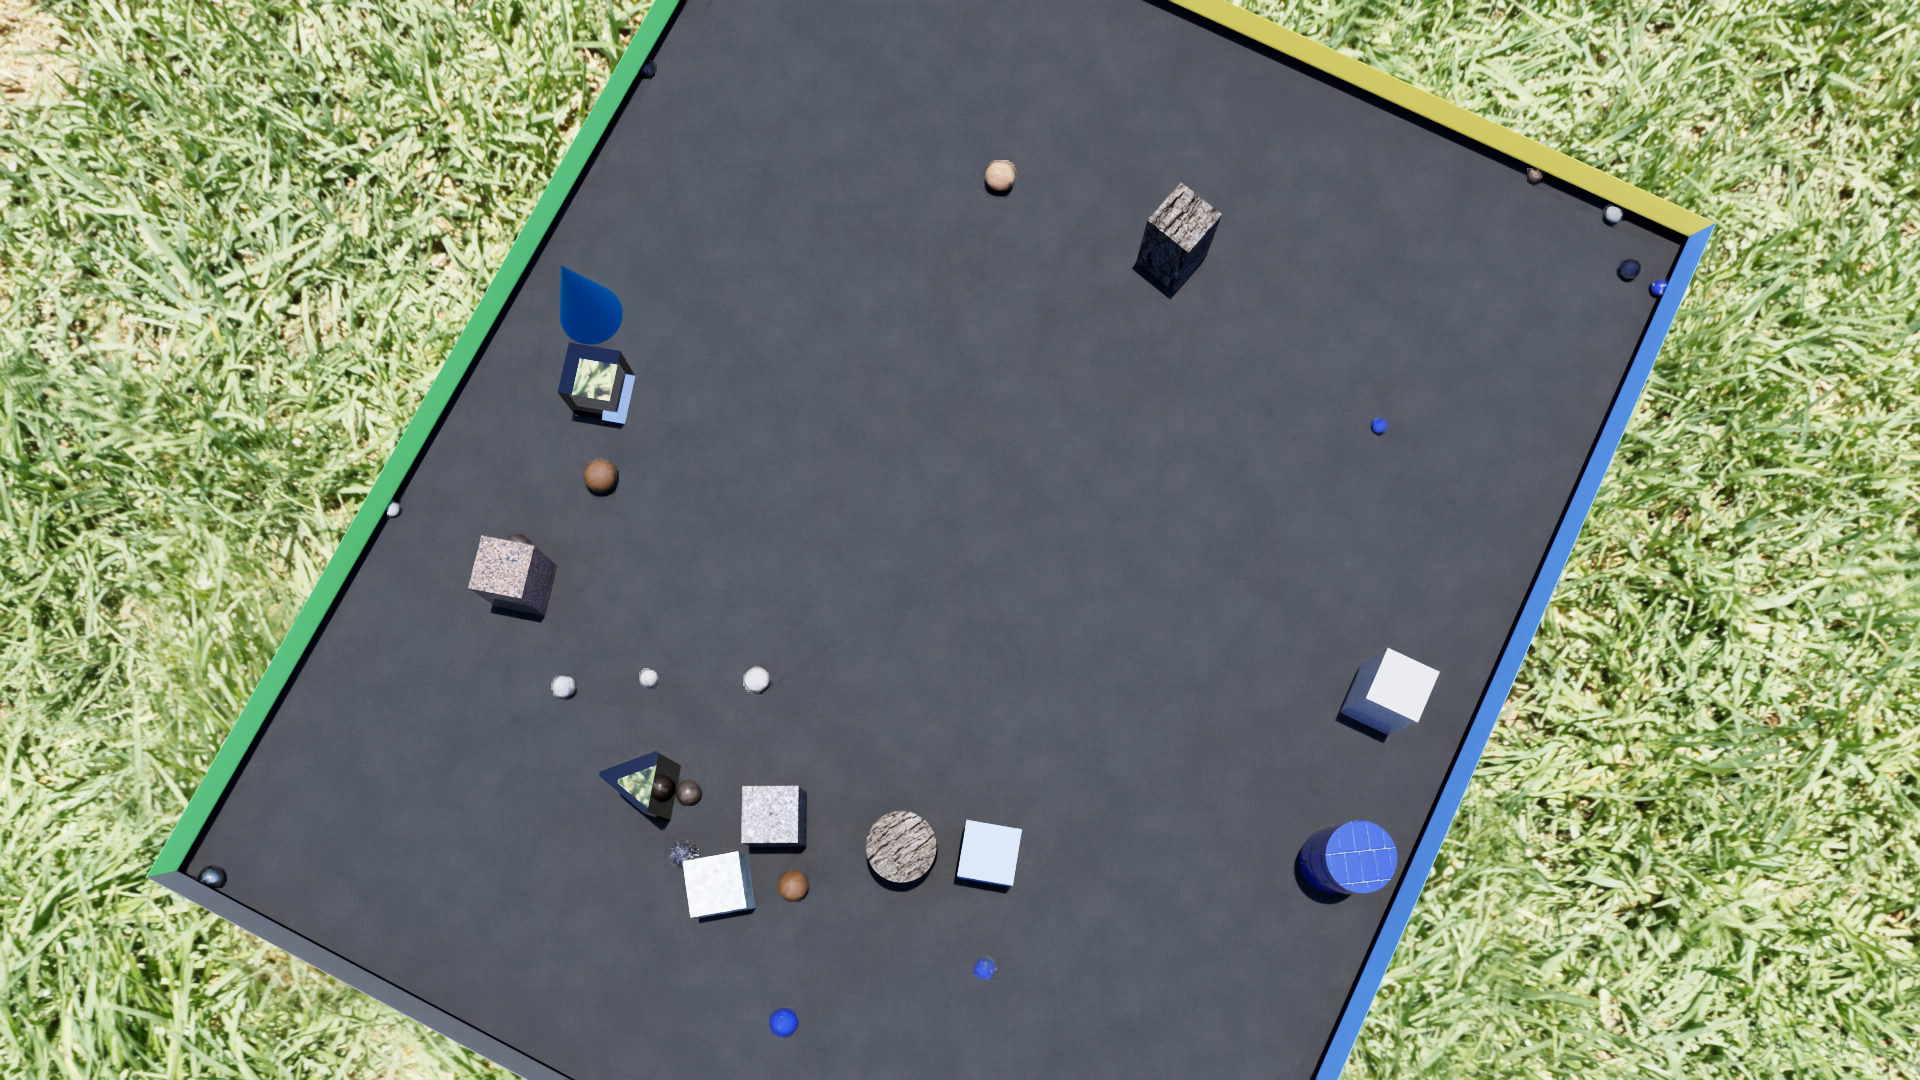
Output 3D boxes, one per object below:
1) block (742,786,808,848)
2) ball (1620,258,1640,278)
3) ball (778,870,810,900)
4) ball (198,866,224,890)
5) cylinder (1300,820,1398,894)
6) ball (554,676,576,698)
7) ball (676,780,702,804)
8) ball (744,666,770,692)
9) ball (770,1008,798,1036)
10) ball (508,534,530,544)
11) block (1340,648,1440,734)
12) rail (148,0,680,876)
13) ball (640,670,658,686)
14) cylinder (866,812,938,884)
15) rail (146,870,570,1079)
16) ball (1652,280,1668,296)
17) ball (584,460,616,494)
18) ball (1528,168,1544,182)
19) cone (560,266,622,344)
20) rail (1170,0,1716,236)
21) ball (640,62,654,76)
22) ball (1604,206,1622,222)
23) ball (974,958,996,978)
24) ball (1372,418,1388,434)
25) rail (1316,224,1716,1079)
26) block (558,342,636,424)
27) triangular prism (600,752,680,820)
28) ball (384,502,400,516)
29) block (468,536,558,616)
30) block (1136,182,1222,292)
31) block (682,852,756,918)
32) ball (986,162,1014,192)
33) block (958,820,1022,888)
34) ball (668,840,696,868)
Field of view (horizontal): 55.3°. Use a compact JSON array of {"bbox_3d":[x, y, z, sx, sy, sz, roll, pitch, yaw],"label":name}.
[{"bbox_3d":[-0.534,0.801,5.296,0.157,0.303,0.157,0,78,0],"label":"block"},{"bbox_3d":[2.107,-0.853,5.761,0.063,0.063,0.063,0,78,0],"label":"ball"},{"bbox_3d":[-0.487,1.009,5.362,0.090,0.090,0.090,0,78,0],"label":"ball"},{"bbox_3d":[-2.196,0.990,5.376,0.069,0.069,0.069,0,78,0],"label":"ball"},{"bbox_3d":[1.102,0.910,5.225,0.197,0.398,0.197,0,78,0],"label":"cylinder"},{"bbox_3d":[-1.185,0.440,5.492,0.066,0.066,0.066,0,78,0],"label":"ball"},{"bbox_3d":[-0.804,0.746,5.424,0.075,0.075,0.075,0,78,0],"label":"ball"},{"bbox_3d":[-0.608,0.418,5.492,0.075,0.075,0.075,0,78,0],"label":"ball"},{"bbox_3d":[-0.507,1.391,5.288,0.080,0.080,0.080,0,78,0],"label":"ball"},{"bbox_3d":[-1.344,0.016,5.578,0.069,0.069,0.069,0,78,0],"label":"ball"},{"bbox_3d":[1.247,0.445,5.337,0.157,0.366,0.157,25,79,5],"label":"block"},{"bbox_3d":[-1.458,-0.707,5.697,0.045,0.128,3.888,26,80,5],"label":"rail"},{"bbox_3d":[-0.933,0.415,5.504,0.052,0.052,0.052,0,78,0],"label":"ball"},{"bbox_3d":[-0.164,0.888,5.269,0.197,0.320,0.197,0,78,0],"label":"cylinder"},{"bbox_3d":[-0.859,1.689,5.201,3.307,0.128,0.045,26,80,5],"label":"rail"},{"bbox_3d":[2.199,-0.792,5.753,0.054,0.054,0.054,0,78,0],"label":"ball"},{"bbox_3d":[-1.101,-0.193,5.606,0.098,0.098,0.098,0,78,0],"label":"ball"},{"bbox_3d":[1.832,-1.163,5.833,0.048,0.048,0.048,0,78,0],"label":"ball"},{"bbox_3d":[-1.160,-0.754,5.545,0.197,0.446,0.197,0,78,0],"label":"cone"},{"bbox_3d":[0.859,-1.675,5.897,3.307,0.128,0.045,26,80,5],"label":"rail"},{"bbox_3d":[-1.009,-1.519,5.908,0.045,0.045,0.045,0,78,0],"label":"ball"},{"bbox_3d":[2.068,-1.031,5.803,0.053,0.053,0.053,0,78,0],"label":"ball"},{"bbox_3d":[0.074,1.244,5.328,0.061,0.061,0.061,0,78,0],"label":"ball"},{"bbox_3d":[1.300,-0.354,5.665,0.048,0.048,0.048,0,78,0],"label":"ball"},{"bbox_3d":[1.458,0.720,5.401,0.045,0.128,3.888,26,80,5],"label":"rail"},{"bbox_3d":[-1.105,-0.476,5.584,0.157,0.256,0.157,10,78,2],"label":"block"},{"bbox_3d":[-0.883,0.684,5.262,0.170,0.417,0.148,39,81,7],"label":"triangular prism"},{"bbox_3d":[-1.739,-0.096,5.613,0.046,0.046,0.046,0,78,0],"label":"ball"},{"bbox_3d":[-1.322,0.109,5.435,0.157,0.311,0.157,11,79,2],"label":"block"},{"bbox_3d":[0.669,-0.925,5.627,0.157,0.354,0.157,40,81,8],"label":"block"},{"bbox_3d":[-0.692,0.995,5.283,0.157,0.250,0.157,-10,78,-2],"label":"block"},{"bbox_3d":[0.126,-1.152,5.807,0.094,0.094,0.094,0,78,0],"label":"ball"},{"bbox_3d":[0.083,0.907,5.286,0.157,0.280,0.157,9,78,2],"label":"block"},{"bbox_3d":[-0.816,0.923,5.385,0.079,0.079,0.079,0,78,0],"label":"ball"}]
